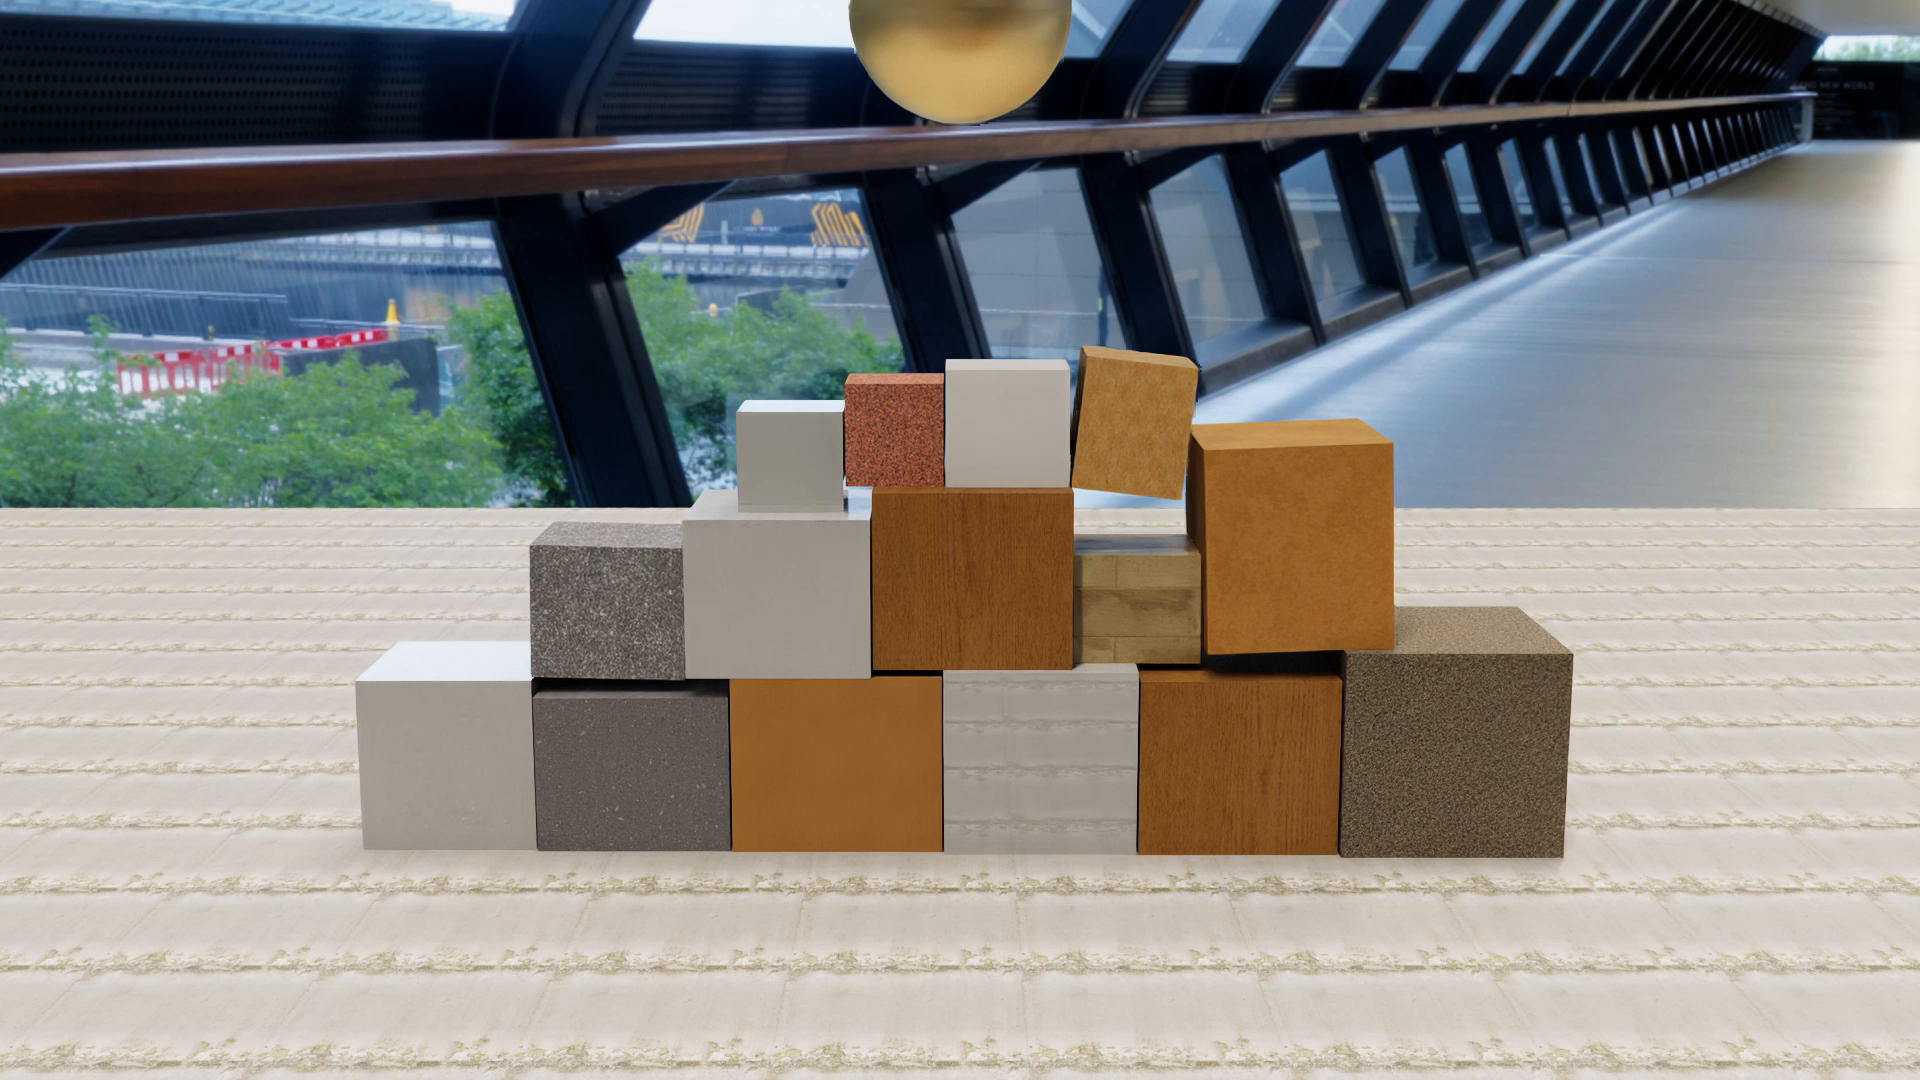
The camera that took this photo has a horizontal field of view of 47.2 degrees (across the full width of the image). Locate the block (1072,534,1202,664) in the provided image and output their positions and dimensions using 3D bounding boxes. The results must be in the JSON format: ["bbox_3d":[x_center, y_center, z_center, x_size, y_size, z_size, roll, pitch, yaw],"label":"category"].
[{"bbox_3d":[0.879,0.293,11.234,0.642,0.549,0.606,0,10,0],"label":"block"}]

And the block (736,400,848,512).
[{"bbox_3d":[-0.839,-0.427,11.094,0.524,0.502,0.484,0,10,0],"label":"block"}]

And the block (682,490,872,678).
[{"bbox_3d":[-0.894,0.208,11.219,0.911,0.792,0.944,0,10,0],"label":"block"}]

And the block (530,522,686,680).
[{"bbox_3d":[-1.744,0.301,11.224,0.771,0.668,0.688,1,10,0],"label":"block"}]

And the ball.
[{"bbox_3d":[0.000,-3.786,15.731,1.600,1.600,1.600,0,10,0],"label":"ball"}]

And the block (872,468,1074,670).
[{"bbox_3d":[0.063,0.130,11.193,0.985,0.884,0.866,0,10,0],"label":"block"}]

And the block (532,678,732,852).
[{"bbox_3d":[-1.628,1.087,11.385,0.964,0.788,0.927,0,10,0],"label":"block"}]

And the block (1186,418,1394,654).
[{"bbox_3d":[1.655,-0.038,11.180,0.915,1.016,0.961,-2,10,0],"label":"block"}]

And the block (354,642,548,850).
[{"bbox_3d":[-2.556,1.047,11.369,0.871,0.872,0.864,0,10,0],"label":"block"}]

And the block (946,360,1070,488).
[{"bbox_3d":[0.235,-0.594,11.077,0.613,0.582,0.538,0,10,0],"label":"block"}]

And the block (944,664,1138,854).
[{"bbox_3d":[0.399,1.017,11.376,0.956,0.928,1.031,0,10,0],"label":"block"}]

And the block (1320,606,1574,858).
[{"bbox_3d":[2.439,0.966,11.352,1.105,1.038,1.105,0,10,0],"label":"block"}]

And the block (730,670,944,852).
[{"bbox_3d":[-0.613,1.035,11.379,1.047,0.892,0.953,0,10,0],"label":"block"}]

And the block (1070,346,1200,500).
[{"bbox_3d":[0.857,-0.598,11.076,0.550,0.656,0.572,7,10,-1],"label":"block"}]

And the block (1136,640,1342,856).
[{"bbox_3d":[1.382,1.042,11.355,0.989,0.886,1.000,0,10,0],"label":"block"}]

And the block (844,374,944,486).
[{"bbox_3d":[-0.324,-0.560,11.087,0.486,0.511,0.486,0,10,0],"label":"block"}]
